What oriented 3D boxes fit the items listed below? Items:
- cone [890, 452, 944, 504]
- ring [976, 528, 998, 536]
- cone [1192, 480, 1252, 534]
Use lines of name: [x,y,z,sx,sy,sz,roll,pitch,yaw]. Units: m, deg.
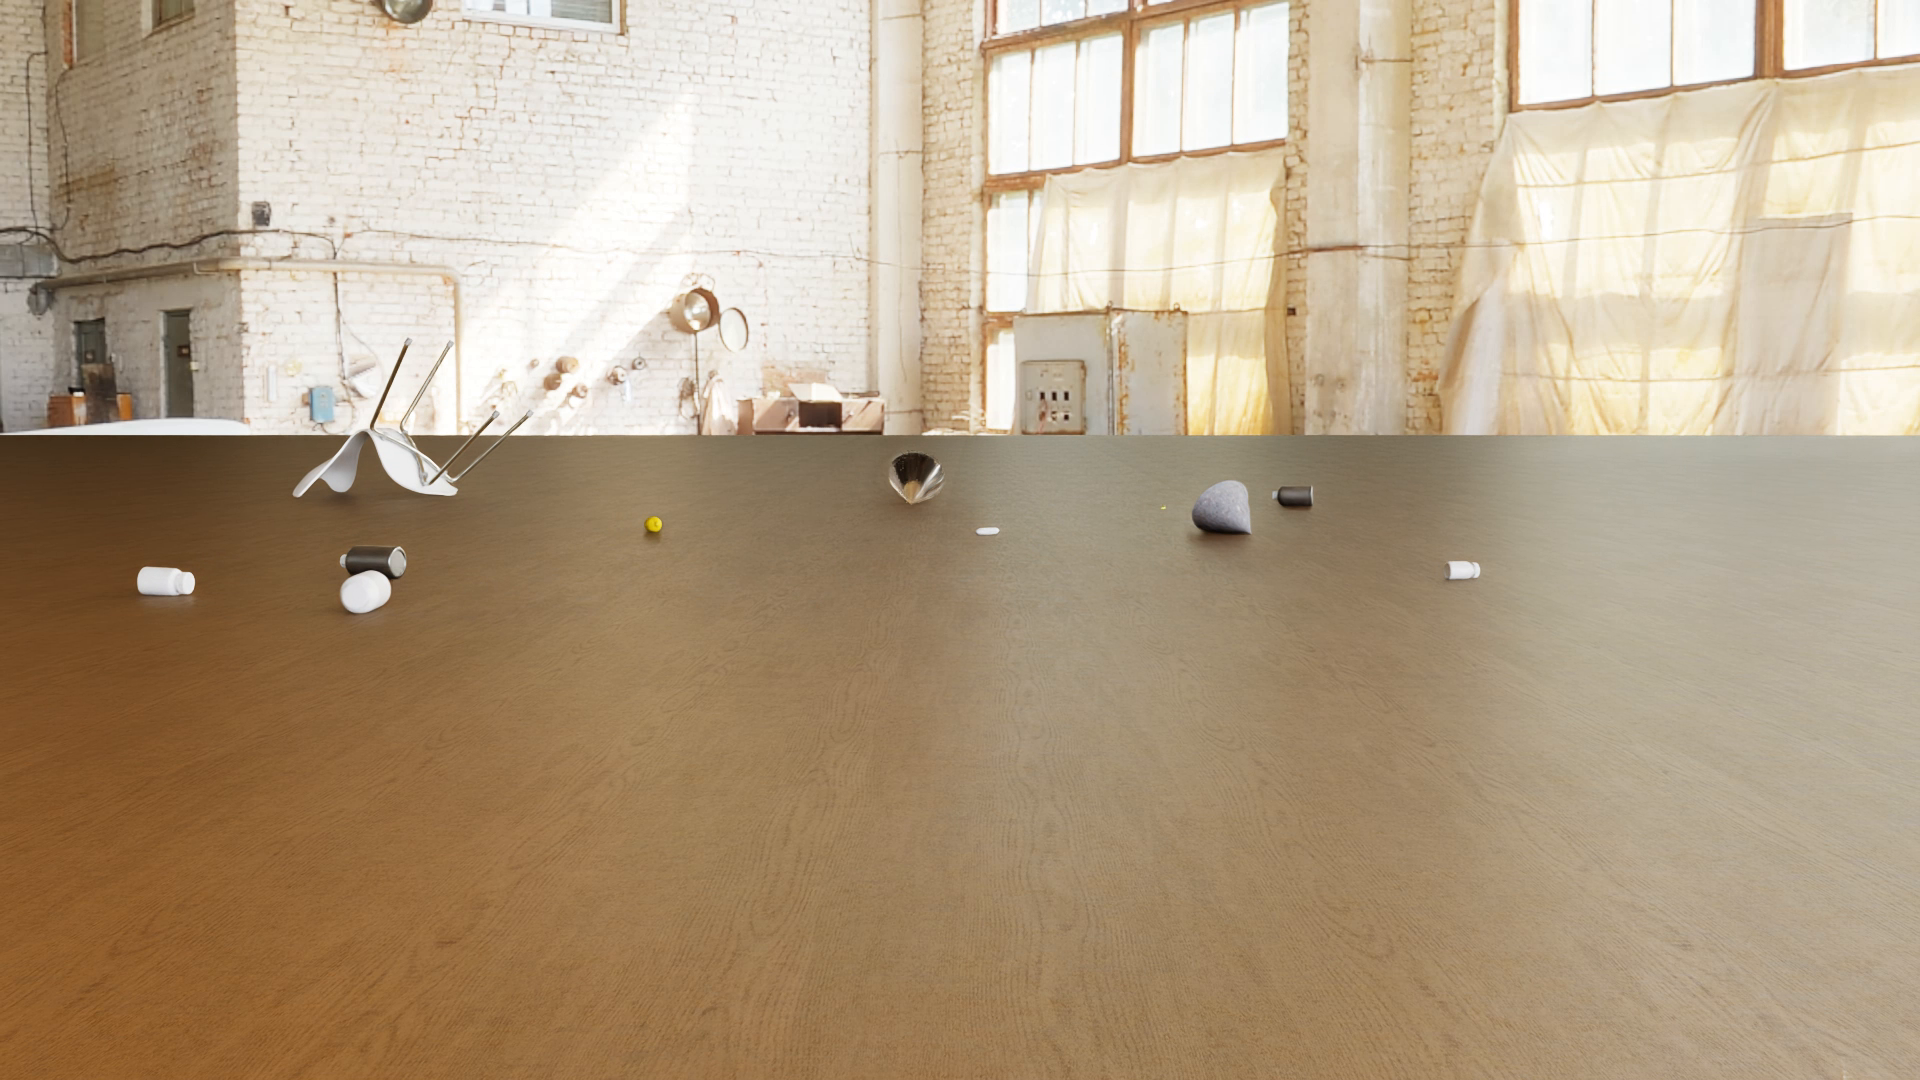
cone: [-0.182,-0.195,8.668,0.225,0.203,0.286,27,23,-8]
ring: [0.084,-0.027,6.798,0.049,0.019,0.110,1,4,35]
cone: [0.861,-0.063,6.865,0.145,0.190,0.294,45,17,31]
